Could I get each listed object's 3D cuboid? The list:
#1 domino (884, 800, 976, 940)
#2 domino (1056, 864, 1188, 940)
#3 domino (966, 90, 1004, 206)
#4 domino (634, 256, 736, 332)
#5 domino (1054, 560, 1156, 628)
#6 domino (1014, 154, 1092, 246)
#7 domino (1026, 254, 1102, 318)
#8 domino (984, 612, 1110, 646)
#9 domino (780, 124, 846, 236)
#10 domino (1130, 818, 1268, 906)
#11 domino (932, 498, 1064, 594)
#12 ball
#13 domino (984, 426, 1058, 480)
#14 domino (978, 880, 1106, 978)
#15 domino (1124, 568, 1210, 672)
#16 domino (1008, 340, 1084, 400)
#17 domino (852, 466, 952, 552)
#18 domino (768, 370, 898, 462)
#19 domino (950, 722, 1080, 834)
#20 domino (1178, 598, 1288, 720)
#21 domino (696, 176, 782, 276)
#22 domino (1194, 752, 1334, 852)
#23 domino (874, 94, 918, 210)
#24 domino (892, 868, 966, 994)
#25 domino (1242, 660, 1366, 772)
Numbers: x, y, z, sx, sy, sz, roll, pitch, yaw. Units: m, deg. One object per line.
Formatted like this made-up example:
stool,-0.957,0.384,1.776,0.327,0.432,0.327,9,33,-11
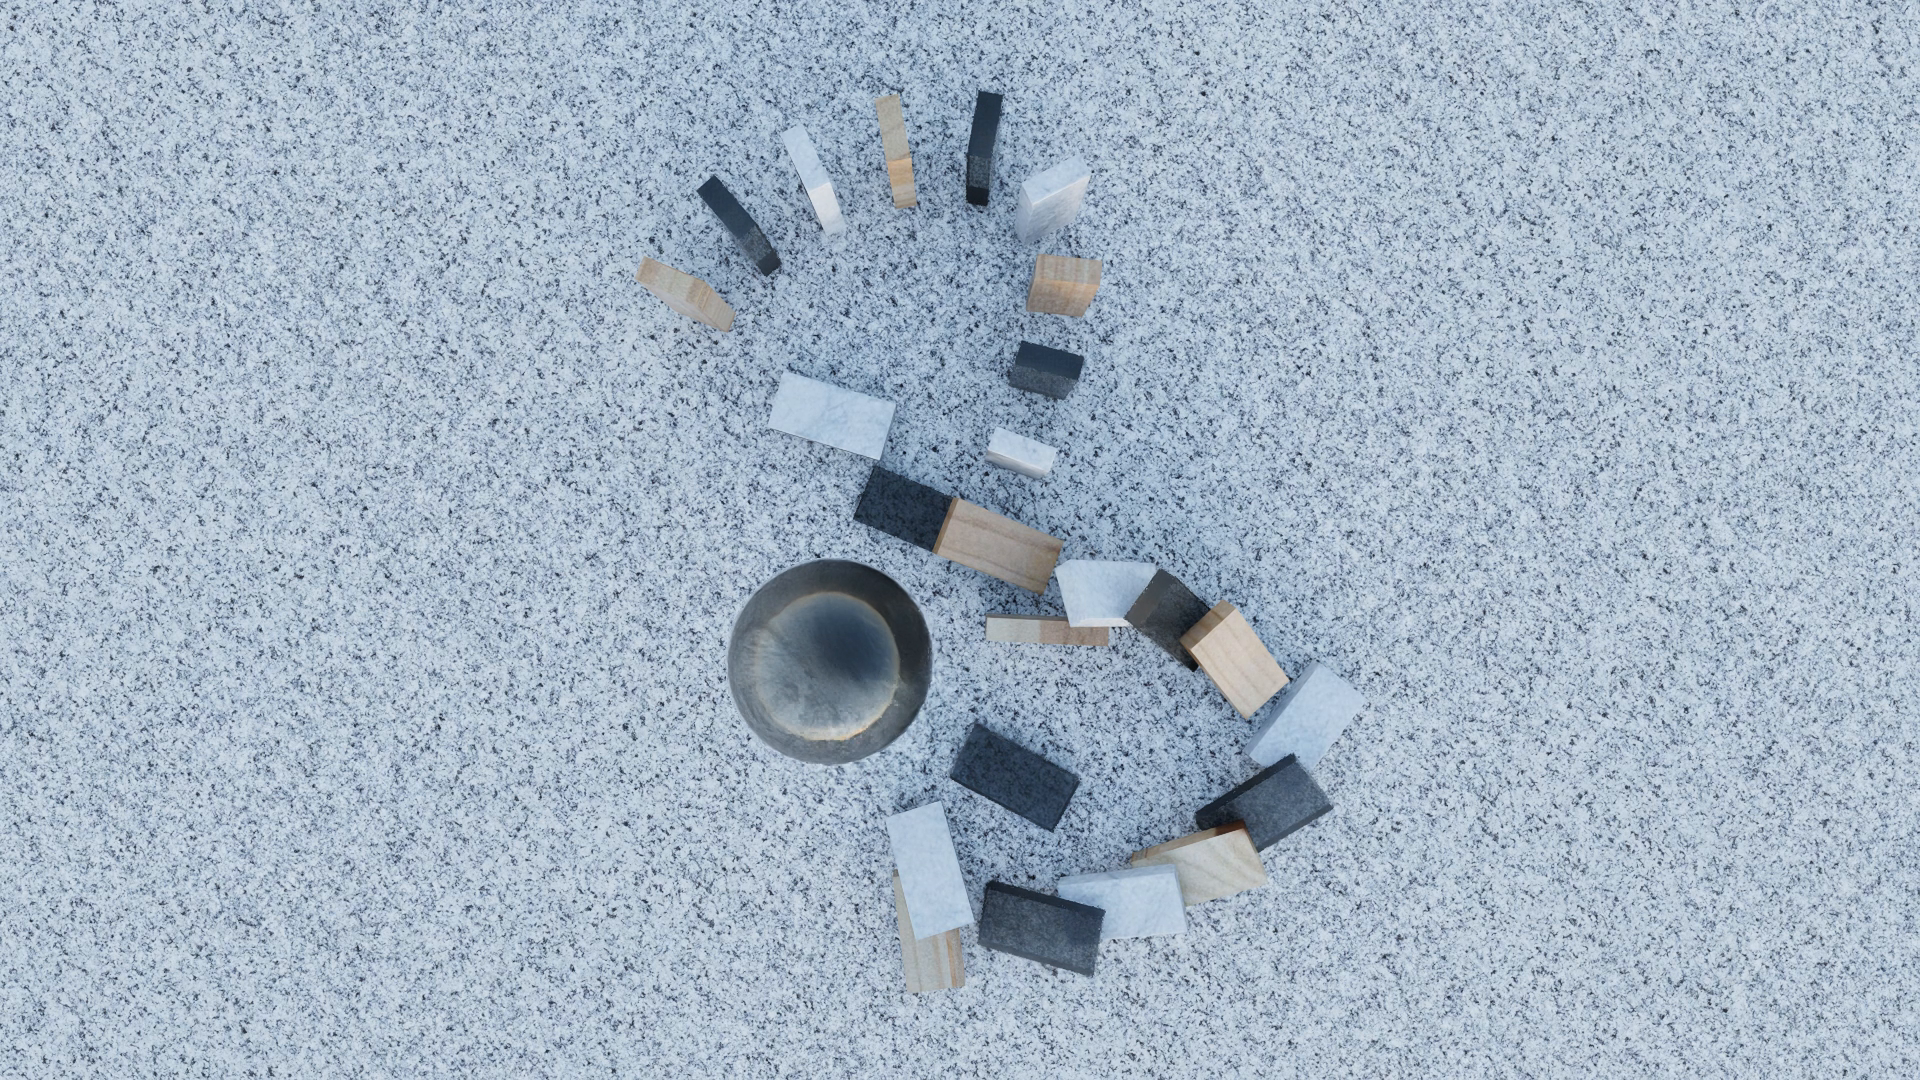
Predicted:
domino,-0.013,0.139,0.387,0.025,0.009,0.050,-16,71,-3
domino,0.069,0.154,0.388,0.050,0.010,0.025,-13,90,16
domino,0.010,-0.159,0.375,0.009,0.050,0.025,10,90,0
domino,-0.111,-0.099,0.375,0.025,0.050,0.009,23,90,0
domino,0.063,0.022,0.377,0.050,0.010,0.025,3,64,-37
domino,0.037,-0.138,0.375,0.025,0.050,0.009,-27,90,0
domino,0.042,-0.103,0.375,0.025,0.050,0.010,7,90,0
domino,0.036,0.038,0.388,0.050,0.025,0.009,3,90,0
domino,-0.059,-0.146,0.375,0.010,0.050,0.025,-25,90,0
domino,0.101,0.139,0.388,0.050,0.009,0.025,-24,90,17
domino,0.016,0.003,0.389,0.050,0.010,0.025,22,90,-15
ball,-0.050,0.047,0.360,0.080,0.080,0.080,0,90,0
domino,0.024,-0.035,0.375,0.025,0.050,0.010,20,90,0
domino,0.034,0.164,0.388,0.050,0.010,0.025,9,93,15
domino,0.090,0.034,0.380,0.050,0.009,0.025,36,90,-42
domino,0.034,-0.069,0.375,0.025,0.050,0.010,15,90,0
domino,-0.018,-0.011,0.395,0.050,0.010,0.025,22,90,0
domino,-0.055,-0.053,0.395,0.050,0.010,0.025,17,90,0
domino,0.023,0.102,0.395,0.050,0.009,0.025,28,90,0
domino,0.115,0.050,0.384,0.025,0.009,0.050,-42,118,0
domino,-0.089,-0.127,0.375,0.009,0.050,0.025,-41,90,0
domino,0.128,0.115,0.389,0.050,0.010,0.025,-38,90,15
domino,-0.026,-0.157,0.375,0.009,0.050,0.025,-11,90,0
domino,-0.013,0.167,0.395,0.025,0.009,0.050,-7,90,0
domino,0.148,0.080,0.395,0.025,0.010,0.050,38,90,0
